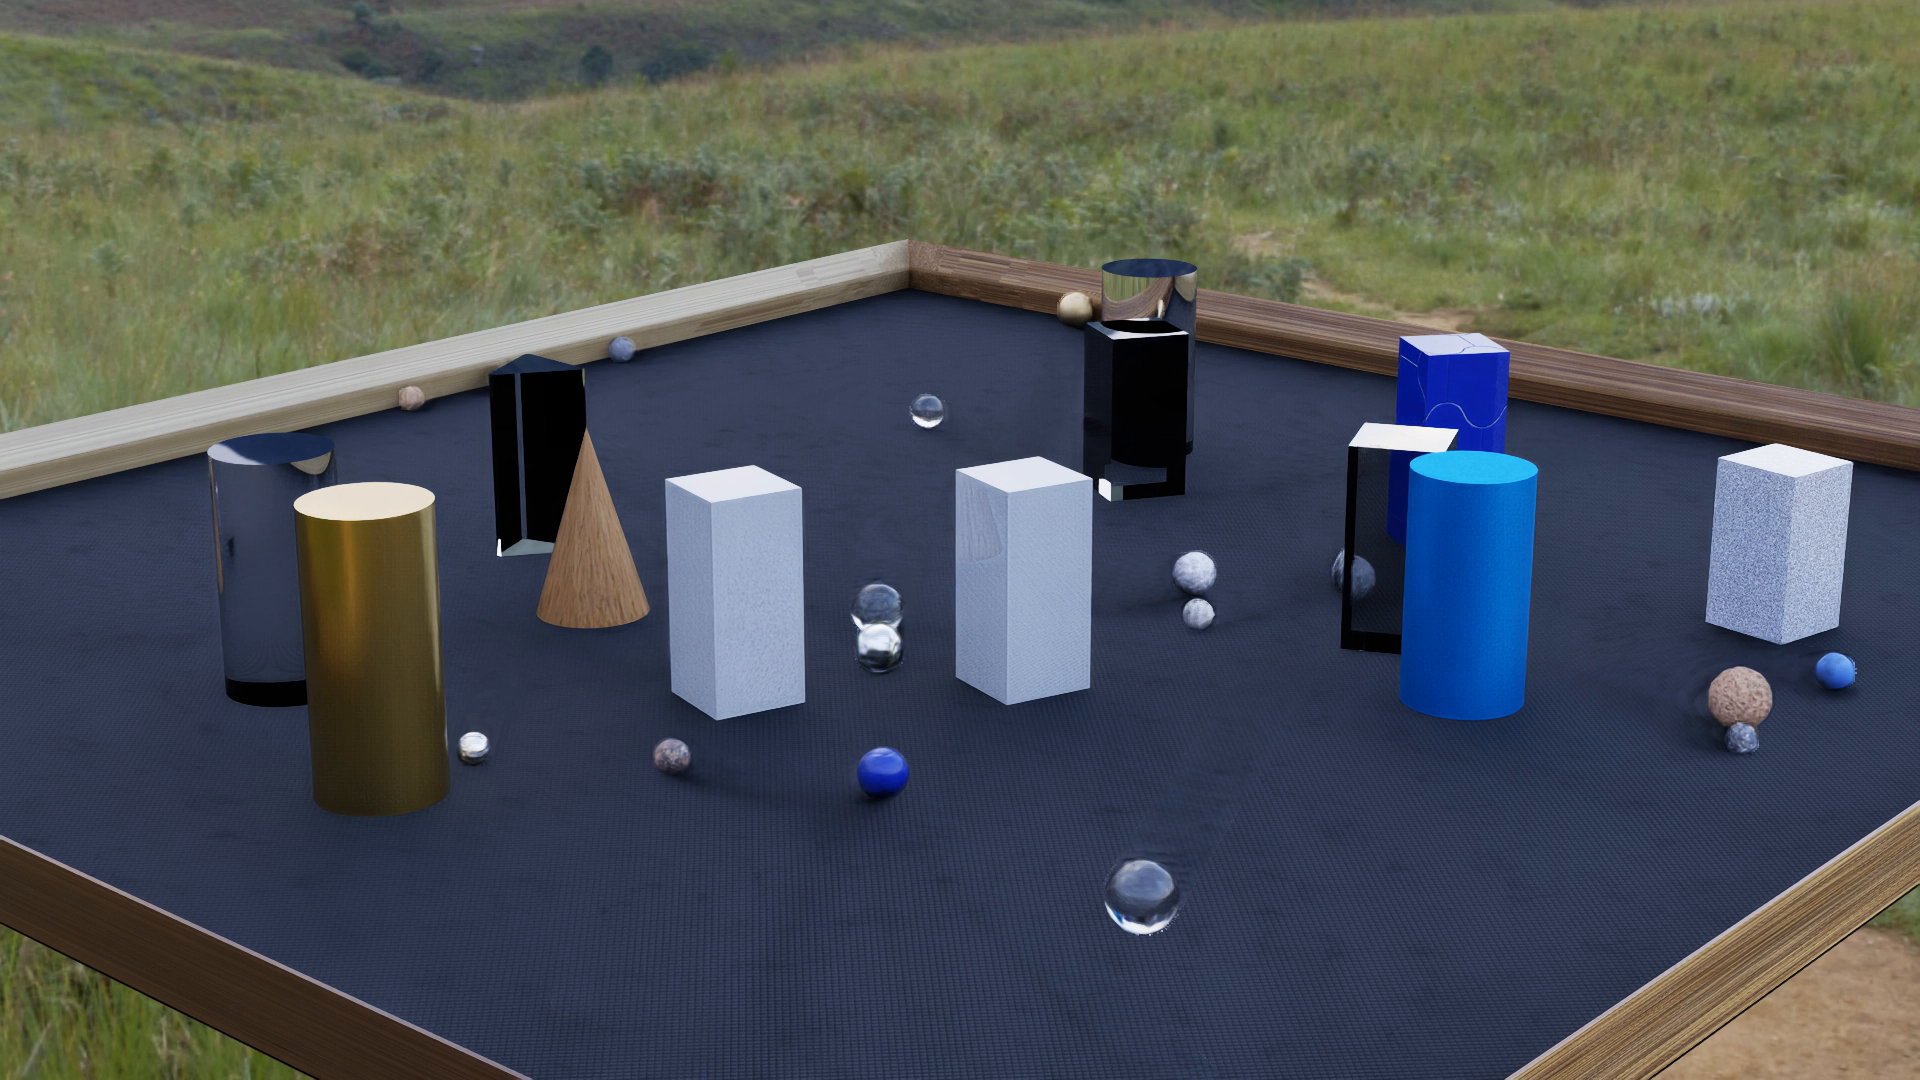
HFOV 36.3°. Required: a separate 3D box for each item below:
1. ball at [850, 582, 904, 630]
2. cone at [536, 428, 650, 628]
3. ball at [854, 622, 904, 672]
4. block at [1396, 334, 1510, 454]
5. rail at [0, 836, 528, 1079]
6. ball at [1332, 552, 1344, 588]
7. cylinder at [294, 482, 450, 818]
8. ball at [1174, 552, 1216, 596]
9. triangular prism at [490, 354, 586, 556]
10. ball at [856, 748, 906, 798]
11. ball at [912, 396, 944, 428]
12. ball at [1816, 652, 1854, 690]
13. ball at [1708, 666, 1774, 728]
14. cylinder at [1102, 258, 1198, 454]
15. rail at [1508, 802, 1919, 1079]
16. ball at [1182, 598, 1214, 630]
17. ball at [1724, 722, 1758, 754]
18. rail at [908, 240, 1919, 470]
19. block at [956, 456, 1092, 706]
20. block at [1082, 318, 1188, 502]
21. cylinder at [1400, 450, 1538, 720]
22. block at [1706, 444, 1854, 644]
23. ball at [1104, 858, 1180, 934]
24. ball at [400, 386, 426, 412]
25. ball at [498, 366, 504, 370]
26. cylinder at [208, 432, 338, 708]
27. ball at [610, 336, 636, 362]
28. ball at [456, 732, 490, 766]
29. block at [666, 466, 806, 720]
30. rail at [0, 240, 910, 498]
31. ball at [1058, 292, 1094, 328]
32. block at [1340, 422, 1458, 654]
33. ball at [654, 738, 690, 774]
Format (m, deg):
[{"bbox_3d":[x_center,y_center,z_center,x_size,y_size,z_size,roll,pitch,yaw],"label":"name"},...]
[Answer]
[{"bbox_3d":[-0.138,0.115,4.911,0.089,0.089,0.089,0,17,0],"label":"ball"},{"bbox_3d":[-0.631,-0.035,4.999,0.194,0.326,0.194,0,17,0],"label":"cone"},{"bbox_3d":[-0.131,0.174,4.731,0.081,0.081,0.081,0,17,0],"label":"ball"},{"bbox_3d":[0.907,-0.186,5.434,0.156,0.363,0.156,-3,17,-11],"label":"block"},{"bbox_3d":[-1.212,0.435,3.784,3.608,0.126,0.045,14,22,39],"label":"rail"},{"bbox_3d":[0.694,0.053,5.126,0.084,0.084,0.084,0,17,0],"label":"ball"},{"bbox_3d":[-0.835,0.155,4.177,0.194,0.438,0.194,0,17,0],"label":"cylinder"},{"bbox_3d":[0.410,0.059,5.123,0.075,0.075,0.075,0,17,0],"label":"ball"},{"bbox_3d":[-0.779,-0.160,5.390,0.168,0.340,0.146,-4,17,-15],"label":"triangular prism"},{"bbox_3d":[-0.113,0.334,4.214,0.072,0.072,0.072,0,17,0],"label":"ball"},{"bbox_3d":[-0.069,-0.273,6.234,0.069,0.069,0.069,0,17,0],"label":"ball"},{"bbox_3d":[1.389,0.208,4.657,0.058,0.058,0.058,0,17,0],"label":"ball"},{"bbox_3d":[1.192,0.242,4.477,0.097,0.097,0.097,0,17,0],"label":"ball"},{"bbox_3d":[0.386,-0.372,6.023,0.194,0.380,0.194,0,17,0],"label":"cylinder"},{"bbox_3d":[1.344,0.369,4.003,0.045,0.126,3.744,14,22,39],"label":"rail"},{"bbox_3d":[0.401,0.125,4.941,0.053,0.053,0.053,0,17,0],"label":"ball"},{"bbox_3d":[1.167,0.297,4.381,0.048,0.048,0.048,0,17,0],"label":"ball"},{"bbox_3d":[1.212,-0.371,6.456,3.608,0.126,0.045,14,22,39],"label":"rail"},{"bbox_3d":[0.100,0.062,4.642,0.156,0.346,0.156,-10,19,-30],"label":"block"},{"bbox_3d":[0.343,-0.258,5.743,0.156,0.322,0.156,-5,18,-17],"label":"block"},{"bbox_3d":[0.790,0.069,4.564,0.194,0.378,0.194,0,17,0],"label":"cylinder"},{"bbox_3d":[1.377,0.005,4.932,0.156,0.289,0.156,-13,21,-36],"label":"block"},{"bbox_3d":[0.233,0.457,3.763,0.097,0.097,0.097,0,17,0],"label":"ball"},{"bbox_3d":[-1.190,-0.307,6.371,0.055,0.055,0.055,0,17,0],"label":"ball"},{"bbox_3d":[-1.013,-0.359,6.540,0.056,0.056,0.056,0,17,0],"label":"ball"},{"bbox_3d":[-1.071,0.045,4.617,0.194,0.393,0.194,0,17,0],"label":"cylinder"},{"bbox_3d":[-0.784,-0.442,6.810,0.059,0.059,0.059,0,17,0],"label":"ball"},{"bbox_3d":[-0.719,0.309,4.337,0.050,0.050,0.050,0,17,0],"label":"ball"},{"bbox_3d":[-0.350,0.080,4.576,0.156,0.350,0.156,-10,20,-30],"label":"block"},{"bbox_3d":[-1.344,-0.305,6.238,0.045,0.126,3.744,14,22,39],"label":"rail"},{"bbox_3d":[0.283,-0.560,7.157,0.086,0.086,0.086,0,17,0],"label":"ball"},{"bbox_3d":[0.727,-0.001,4.851,0.156,0.347,0.156,5,18,16],"label":"block"},{"bbox_3d":[-0.422,0.318,4.302,0.053,0.053,0.053,0,17,0],"label":"ball"}]
